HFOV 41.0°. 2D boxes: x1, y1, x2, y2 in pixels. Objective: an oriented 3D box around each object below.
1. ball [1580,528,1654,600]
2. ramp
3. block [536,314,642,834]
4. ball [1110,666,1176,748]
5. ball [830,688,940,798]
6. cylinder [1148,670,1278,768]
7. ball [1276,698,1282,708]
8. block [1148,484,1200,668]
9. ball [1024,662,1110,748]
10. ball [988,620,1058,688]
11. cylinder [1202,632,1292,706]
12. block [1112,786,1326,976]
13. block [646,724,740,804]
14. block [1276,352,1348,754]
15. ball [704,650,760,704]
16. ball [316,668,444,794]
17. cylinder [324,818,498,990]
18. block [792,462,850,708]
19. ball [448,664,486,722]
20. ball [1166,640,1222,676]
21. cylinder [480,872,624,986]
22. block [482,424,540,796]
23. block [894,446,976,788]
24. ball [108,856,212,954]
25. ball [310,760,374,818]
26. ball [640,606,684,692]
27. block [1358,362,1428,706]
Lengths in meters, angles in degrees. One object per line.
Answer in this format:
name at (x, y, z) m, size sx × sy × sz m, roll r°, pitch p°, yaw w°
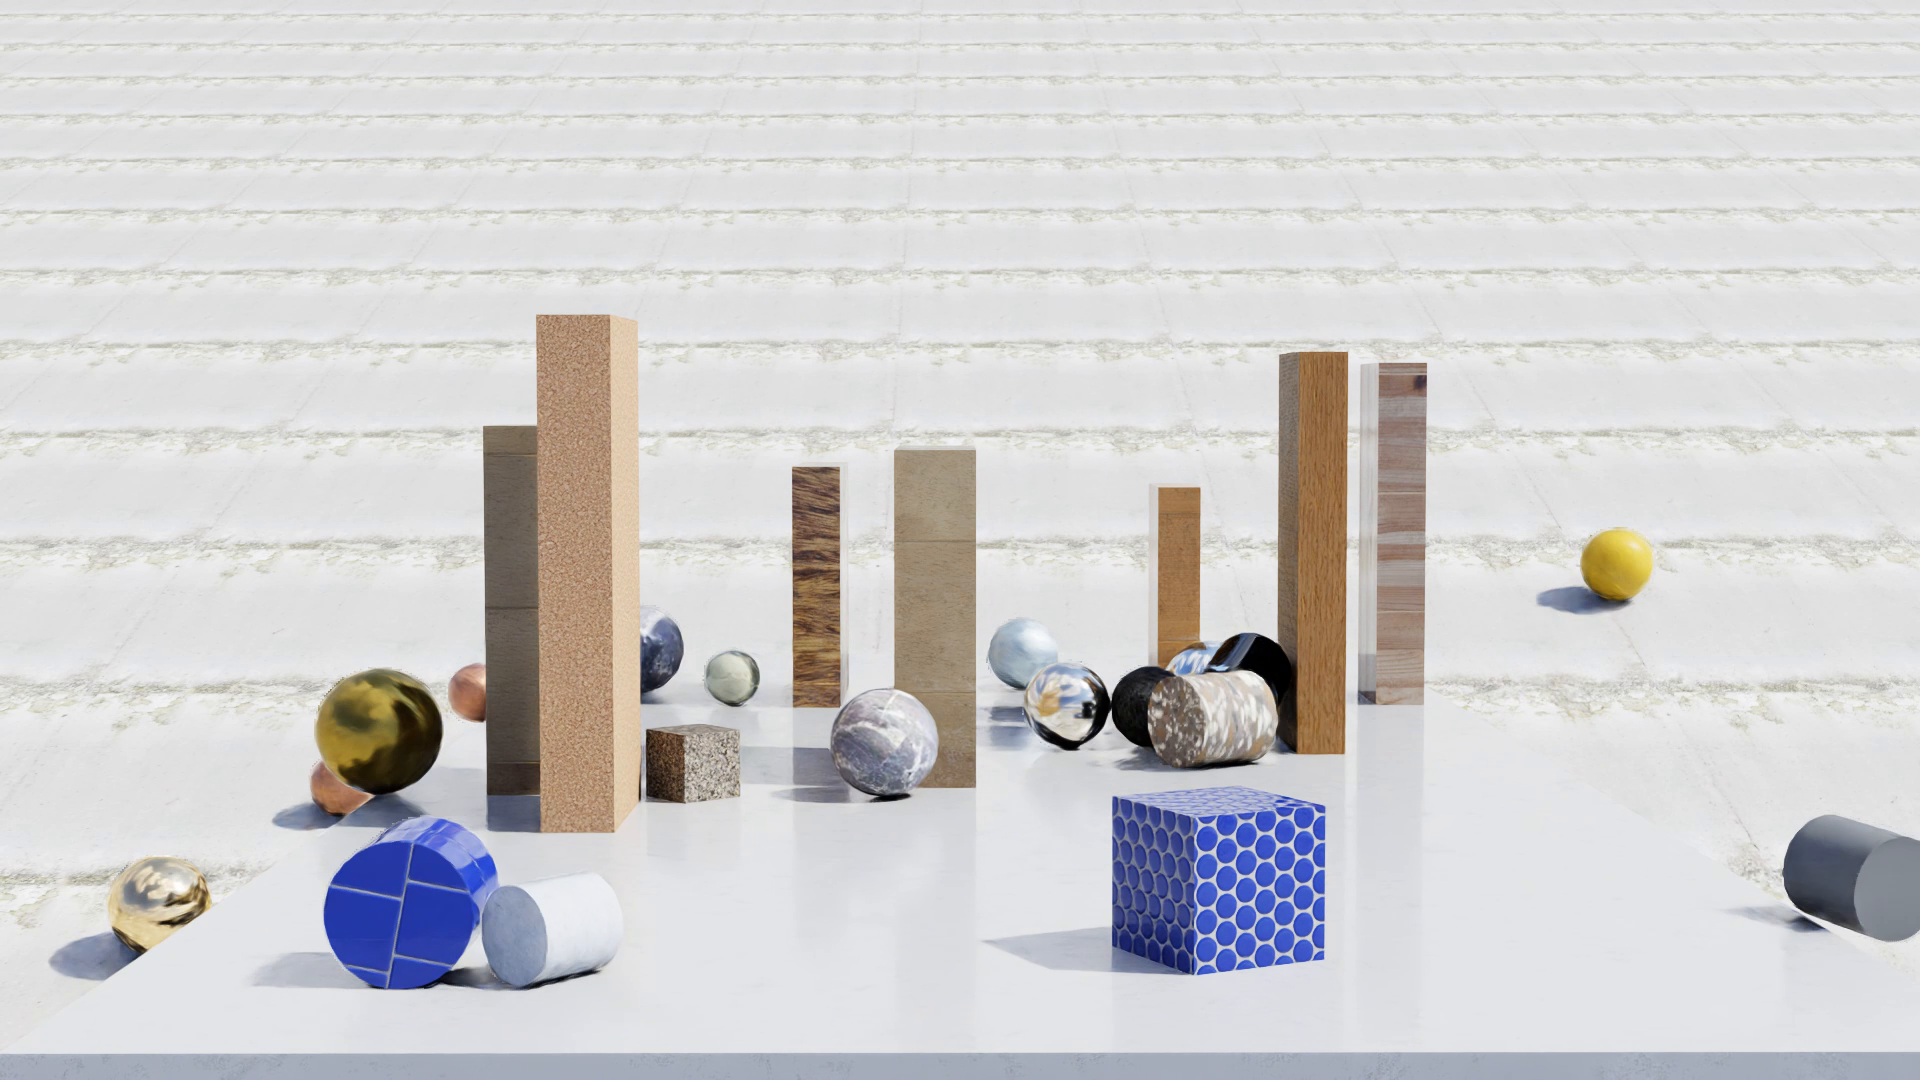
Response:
ball at (1.810, 0.068, 7.083) m, size 0.199 × 0.199 × 0.199 m, roll 0°, pitch 21°, yaw 0°
ramp at (0.049, 0.446, 4.532) m, size 2.000 × 0.100 × 4.000 m, roll 0°, pitch 3°, yaw 0°
block at (-0.569, 0.043, 3.962) m, size 0.109 × 0.768 × 0.328 m, roll 0°, pitch 3°, yaw 0°
ball at (0.354, 0.309, 4.764) m, size 0.150 × 0.150 × 0.150 m, roll 0°, pitch 21°, yaw 0°
ball at (-0.122, 0.328, 4.166) m, size 0.176 × 0.176 × 0.176 m, roll 0°, pitch 21°, yaw 0°
cylinder at (0.444, 0.315, 4.530) m, size 0.162 × 0.162 × 0.162 m, roll -2°, pitch 19°, yaw -34°
ball at (0.547, 0.279, 4.850) m, size 0.129 × 0.129 × 0.129 m, roll 0°, pitch 21°, yaw 0°
block at (0.432, 0.125, 5.191) m, size 0.084 × 0.471 × 0.248 m, roll 0°, pitch 3°, yaw 0°
ball at (0.198, 0.304, 4.758) m, size 0.159 × 0.159 × 0.159 m, roll 0°, pitch 21°, yaw 0°
ball at (0.141, 0.254, 5.727) m, size 0.155 × 0.155 × 0.155 m, roll 0°, pitch 21°, yaw 0°
cylinder at (0.516, 0.265, 4.696) m, size 0.147 × 0.147 × 0.147 m, roll 8°, pitch 25°, yaw 20°
block at (0.299, 0.391, 2.984) m, size 0.178 × 0.178 × 0.178 m, roll -2°, pitch 3°, yaw -28°
block at (-0.433, 0.362, 4.170) m, size 0.109 × 0.109 × 0.109 m, roll -3°, pitch 4°, yaw -41°
block at (0.655, 0.017, 4.791) m, size 0.088 × 0.729 × 0.294 m, roll 0°, pitch 3°, yaw 0°
ball at (-0.480, 0.290, 5.429) m, size 0.117 × 0.117 × 0.117 m, roll 0°, pitch 21°, yaw 0°
ball at (-0.947, 0.313, 4.198) m, size 0.205 × 0.205 × 0.205 m, roll 0°, pitch 21°, yaw 0°
cylinder at (-0.612, 0.405, 2.880) m, size 0.163 × 0.163 × 0.163 m, roll 0°, pitch 3°, yaw 0°
block at (-0.300, 0.088, 5.576) m, size 0.100 × 0.504 × 0.427 m, roll 0°, pitch 3°, yaw 0°
ball at (-1.123, 0.356, 5.983) m, size 0.138 × 0.138 × 0.138 m, roll 0°, pitch 21°, yaw 0°
ball at (0.482, 0.283, 4.988) m, size 0.176 × 0.176 × 0.176 m, roll 0°, pitch 21°, yaw 0°
cylinder at (-0.454, 0.432, 2.860) m, size 0.111 × 0.111 × 0.111 m, roll 17°, pitch 13°, yaw 37°
block at (-0.724, 0.108, 4.306) m, size 0.093 × 0.601 × 0.277 m, roll 0°, pitch 3°, yaw 0°
block at (-0.041, 0.120, 4.463) m, size 0.135 × 0.560 × 0.441 m, roll 0°, pitch 3°, yaw 0°
ball at (-1.649, 0.756, 5.300) m, size 0.207 × 0.207 × 0.207 m, roll 0°, pitch 21°, yaw 0°
ball at (-1.414, 0.560, 5.887) m, size 0.148 × 0.148 × 0.148 m, roll 0°, pitch 21°, yaw 0°
ball at (-0.705, 0.240, 5.663) m, size 0.191 × 0.191 × 0.191 m, roll 0°, pitch 21°, yaw 0°
block at (0.927, -0.019, 5.522) m, size 0.102 × 0.720 × 0.246 m, roll 0°, pitch 3°, yaw 0°
